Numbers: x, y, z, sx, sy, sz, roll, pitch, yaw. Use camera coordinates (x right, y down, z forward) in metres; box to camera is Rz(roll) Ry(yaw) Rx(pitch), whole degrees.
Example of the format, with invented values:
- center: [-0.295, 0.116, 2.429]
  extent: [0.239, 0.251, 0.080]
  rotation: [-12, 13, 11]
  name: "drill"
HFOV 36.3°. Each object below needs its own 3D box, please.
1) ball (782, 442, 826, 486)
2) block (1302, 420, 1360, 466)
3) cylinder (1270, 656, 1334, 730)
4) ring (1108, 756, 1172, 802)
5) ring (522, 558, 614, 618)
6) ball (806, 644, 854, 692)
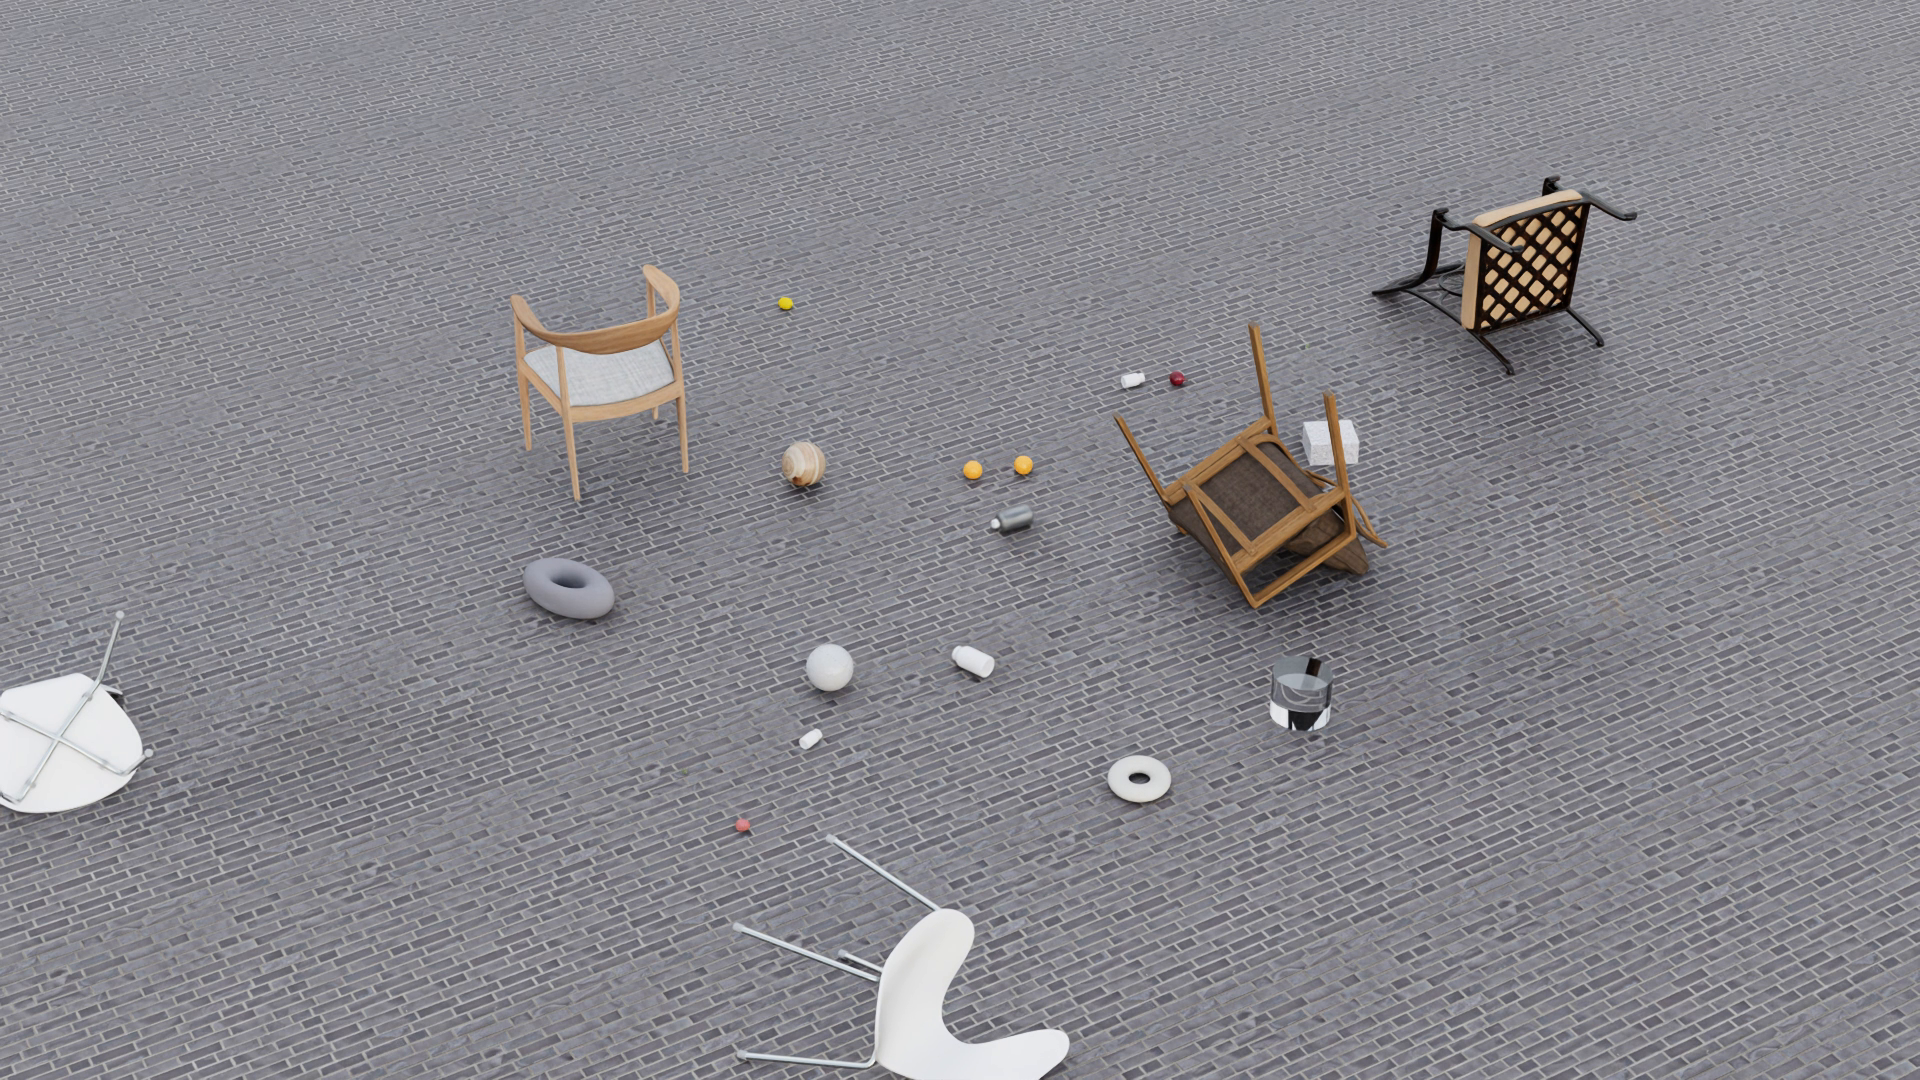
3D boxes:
- center: [-0.599, -0.291, 11.230]
  extent: [0.172, 0.172, 0.172]
  rotation: [0, 33, 0]
  name: "ball"
- center: [1.445, -0.380, 11.436]
  extent: [0.187, 0.093, 0.175]
  rotation: [-3, 33, -4]
  name: "block"
- center: [1.163, 0.523, 9.995]
  extent: [0.208, 0.171, 0.193]
  rotation: [19, 38, 26]
  name: "cylinder"
- center: [0.594, 0.790, 9.705]
  extent: [0.211, 0.046, 0.230]
  rotation: [6, 35, 8]
  name: "ring"
- center: [-1.413, 0.174, 10.577]
  extent: [0.388, 0.117, 0.226]
  rotation: [21, 40, 27]
  name: "ring"
- center: [-0.449, 0.441, 10.126]
  extent: [0.164, 0.164, 0.164]
  rotation: [0, 33, 0]
  name: "ball"
